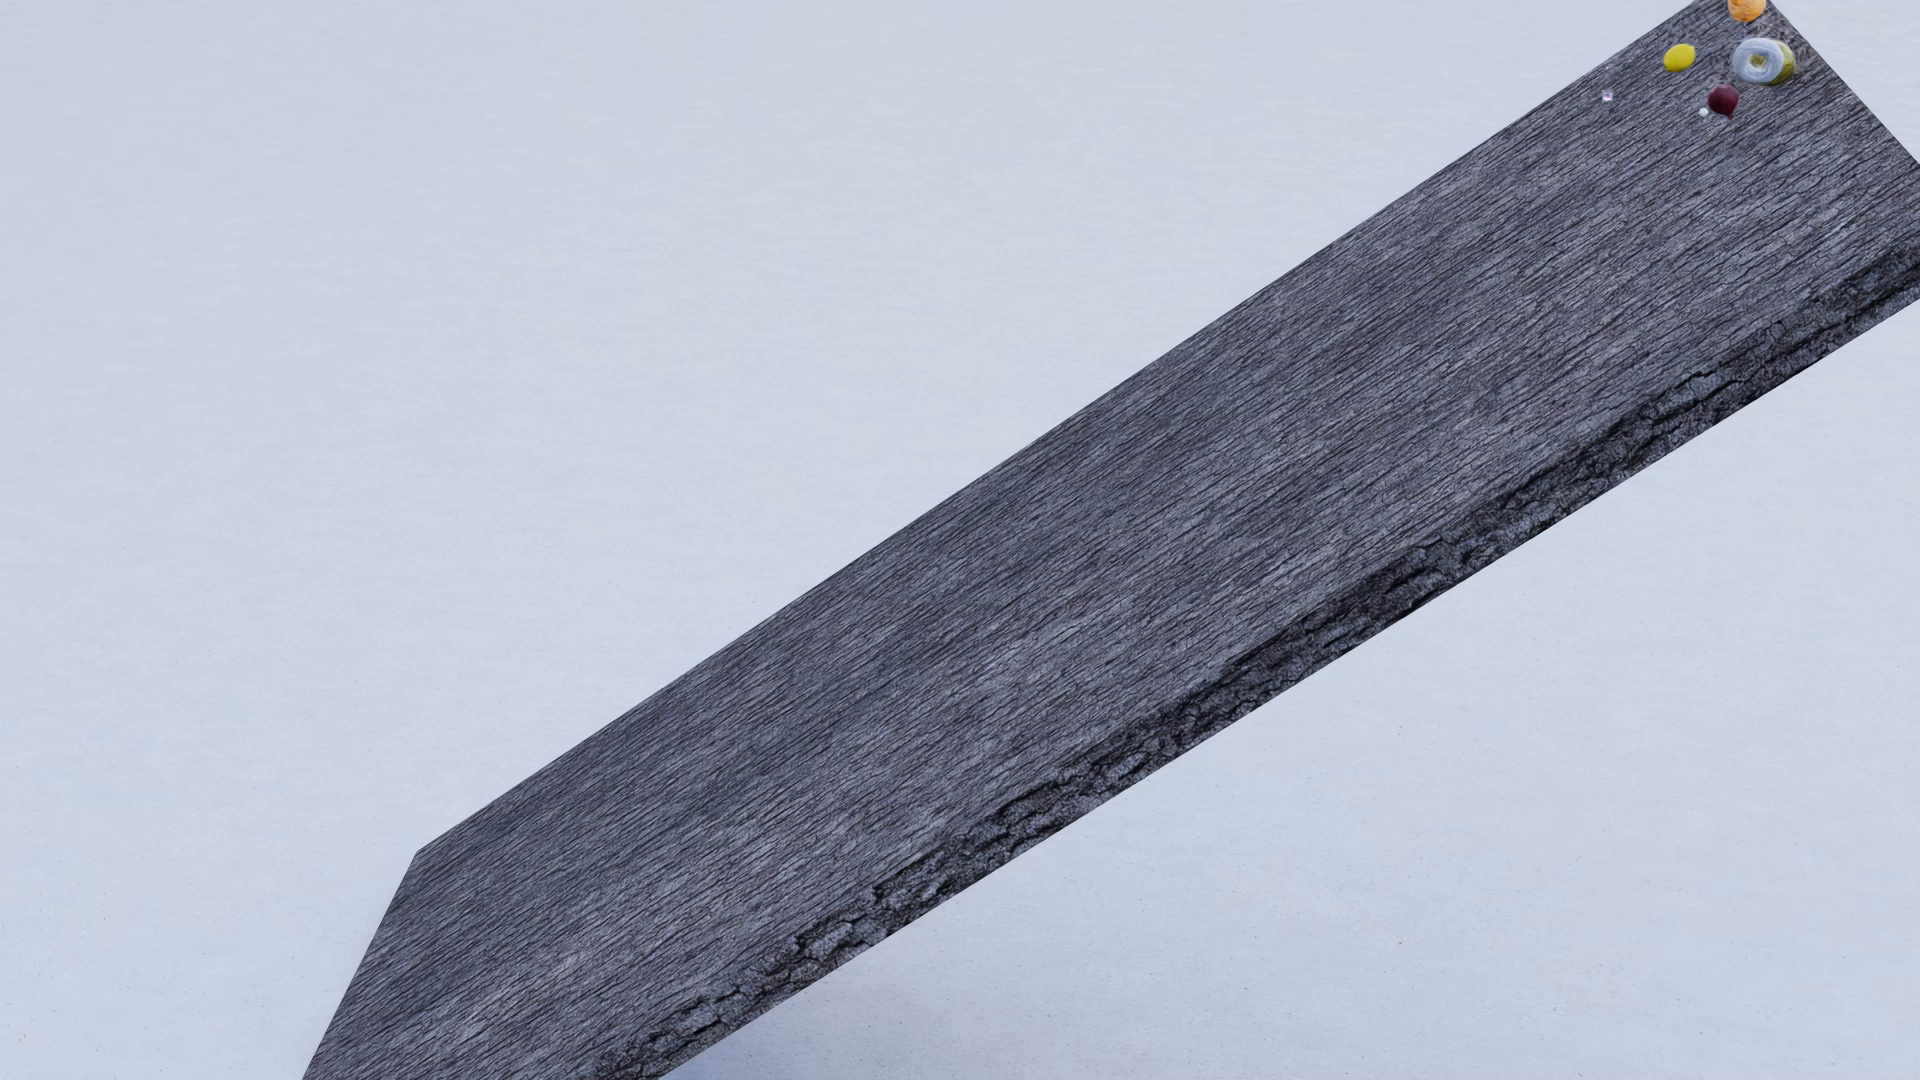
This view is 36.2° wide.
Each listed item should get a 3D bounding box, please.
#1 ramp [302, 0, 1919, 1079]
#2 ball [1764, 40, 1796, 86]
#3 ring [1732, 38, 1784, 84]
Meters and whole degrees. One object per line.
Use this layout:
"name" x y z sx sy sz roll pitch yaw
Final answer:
"ramp" 0.132 0.177 6.315 4.000 0.100 2.000 -33 16 16
"ball" 1.620 -0.952 5.870 0.091 0.091 0.091 0 22 0
"ring" 1.562 -0.937 5.756 0.098 0.098 0.033 7 36 17
